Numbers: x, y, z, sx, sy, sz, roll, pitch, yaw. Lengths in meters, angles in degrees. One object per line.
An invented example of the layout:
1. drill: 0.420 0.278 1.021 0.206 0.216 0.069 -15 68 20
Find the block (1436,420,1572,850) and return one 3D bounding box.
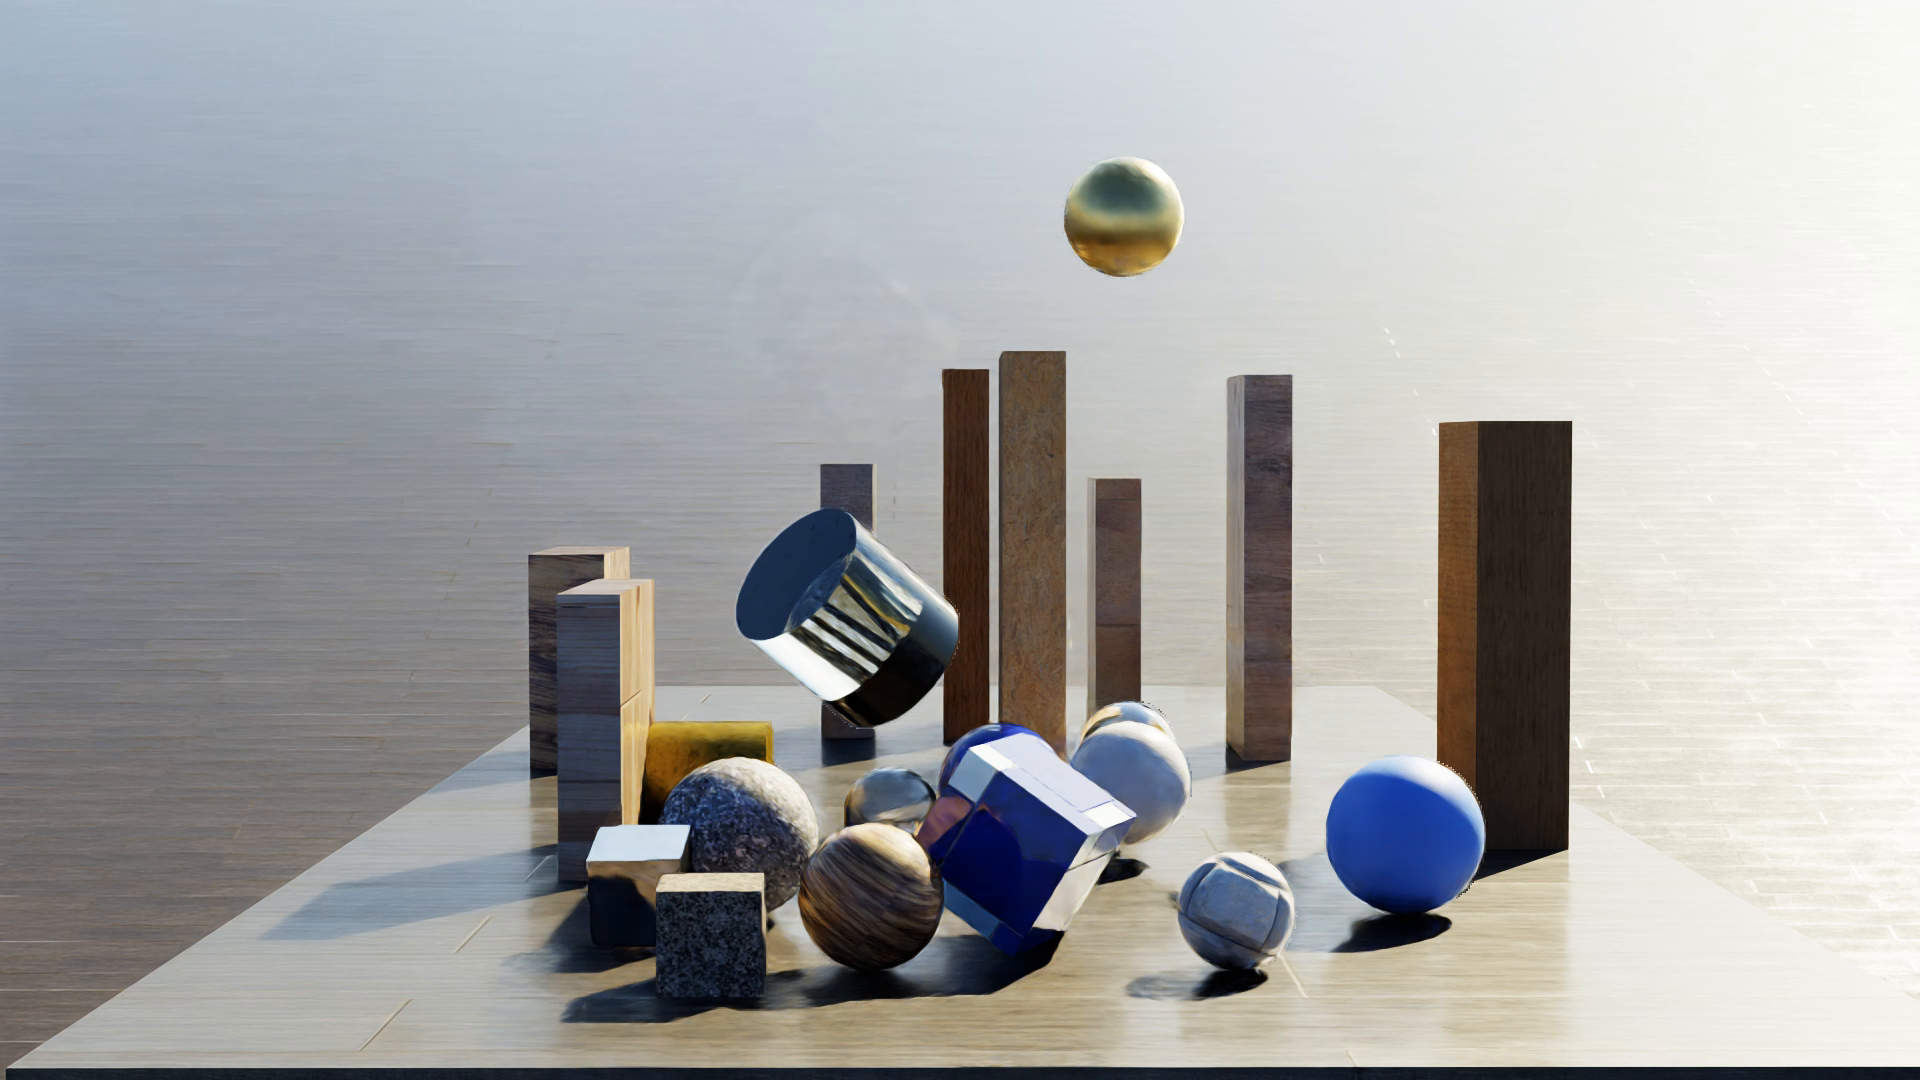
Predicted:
1. block: 0.852 0.139 4.054 0.142 0.649 0.316 0 2 0

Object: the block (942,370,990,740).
1. block: 0.013 0.024 5.526 0.096 0.770 0.367 0 2 0

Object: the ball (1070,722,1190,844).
1. ball: 0.250 0.360 3.815 0.182 0.182 0.182 0 24 0

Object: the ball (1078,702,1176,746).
1. ball: 0.259 0.325 3.984 0.151 0.151 0.151 0 24 0

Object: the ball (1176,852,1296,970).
1. ball: 0.323 0.434 3.013 0.138 0.138 0.138 0 24 0

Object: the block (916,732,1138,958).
1. block: 0.071 0.372 3.173 0.181 0.181 0.181 35 14 18

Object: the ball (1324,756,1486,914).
1. ball: 0.582 0.386 3.373 0.207 0.207 0.207 0 24 0

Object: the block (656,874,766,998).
1. block: -0.282 0.448 2.925 0.118 0.118 0.118 0 2 -3

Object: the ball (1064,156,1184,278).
1. ball: 0.192 -0.379 3.017 0.141 0.141 0.141 0 24 0

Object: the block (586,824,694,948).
1. block: -0.393 0.427 3.184 0.114 0.114 0.114 -1 15 1

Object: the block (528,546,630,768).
1. block: -0.746 0.223 5.072 0.144 0.406 0.373 0 2 0

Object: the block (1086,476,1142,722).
1. block: 0.314 0.145 5.278 0.091 0.546 0.327 0 2 0

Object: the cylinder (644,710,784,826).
1. cylinder: -0.387 0.375 3.994 0.182 0.182 0.182 16 26 4

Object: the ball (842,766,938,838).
1. ball: -0.100 0.403 3.777 0.143 0.143 0.143 0 24 0

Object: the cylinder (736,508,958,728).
1. cylinder: -0.122 0.085 2.800 0.172 0.172 0.172 -30 36 25

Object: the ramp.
1. ramp: 0.055 0.496 4.544 2.000 0.100 4.000 0 2 0

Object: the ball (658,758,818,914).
1. ball: -0.289 0.387 3.338 0.209 0.209 0.209 0 24 0

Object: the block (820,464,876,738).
1. block: -0.236 0.123 5.516 0.108 0.573 0.282 0 2 0

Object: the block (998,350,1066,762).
1. block: 0.115 0.080 4.187 0.098 0.758 0.406 0 2 0

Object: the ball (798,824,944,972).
1. ball: -0.103 0.418 3.012 0.172 0.172 0.172 0 24 0

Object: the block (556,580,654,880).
1. block: -0.523 0.271 3.834 0.089 0.404 0.409 0 2 0

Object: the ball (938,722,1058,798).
1. ball: 0.063 0.373 3.899 0.193 0.193 0.193 0 24 0

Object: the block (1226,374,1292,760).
1. block: 0.597 0.048 5.156 0.093 0.750 0.332 0 2 0
